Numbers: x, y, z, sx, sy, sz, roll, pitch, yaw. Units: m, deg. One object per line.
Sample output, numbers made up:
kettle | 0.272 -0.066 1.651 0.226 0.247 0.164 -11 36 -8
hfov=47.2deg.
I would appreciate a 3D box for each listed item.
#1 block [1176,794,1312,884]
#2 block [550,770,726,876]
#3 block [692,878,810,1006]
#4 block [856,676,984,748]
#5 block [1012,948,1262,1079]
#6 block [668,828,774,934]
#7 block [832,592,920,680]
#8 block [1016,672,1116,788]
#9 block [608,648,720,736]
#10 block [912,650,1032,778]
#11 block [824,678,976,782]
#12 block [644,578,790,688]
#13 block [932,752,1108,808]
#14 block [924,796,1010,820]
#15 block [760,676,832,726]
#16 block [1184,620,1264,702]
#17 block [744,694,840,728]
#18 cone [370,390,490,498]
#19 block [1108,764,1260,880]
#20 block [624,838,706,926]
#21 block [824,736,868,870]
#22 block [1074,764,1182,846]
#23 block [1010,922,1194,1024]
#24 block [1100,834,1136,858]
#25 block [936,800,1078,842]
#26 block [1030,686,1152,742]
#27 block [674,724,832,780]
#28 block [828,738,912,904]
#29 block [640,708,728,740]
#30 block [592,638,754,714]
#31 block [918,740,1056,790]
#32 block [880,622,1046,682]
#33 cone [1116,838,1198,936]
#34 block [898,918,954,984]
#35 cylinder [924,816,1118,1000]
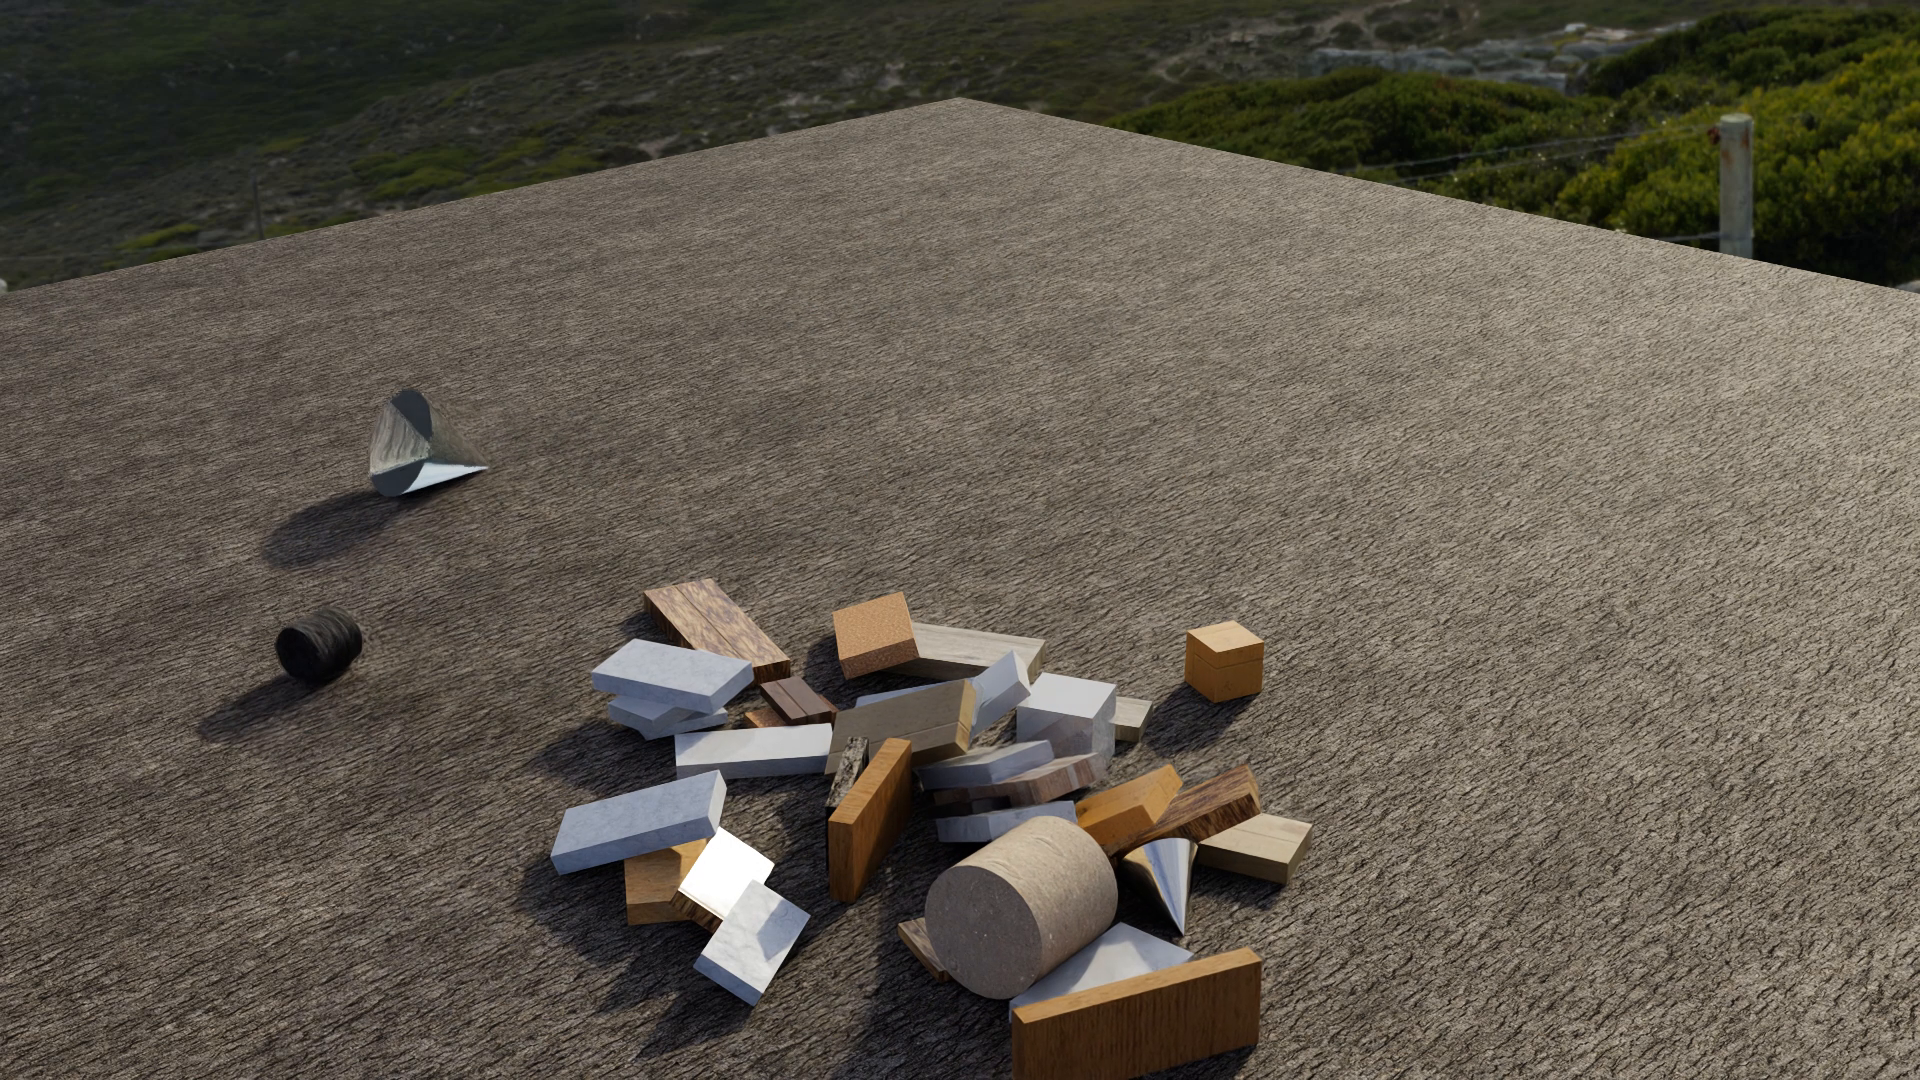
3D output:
block | 0.513 0.582 4.330 0.324 0.046 0.162 10 25 23
block | -0.621 0.547 4.265 0.324 0.046 0.162 -15 25 9
block | -0.371 0.719 3.946 0.128 0.036 0.256 33 27 1
block | -0.099 0.380 4.590 0.298 0.042 0.149 -12 45 32
block | 0.296 0.807 3.650 0.441 0.162 0.046 -10 23 -22
block | -0.442 0.641 4.103 0.128 0.036 0.256 34 22 -1
block | -0.196 0.217 5.079 0.173 0.049 0.346 -17 17 -1
block | 0.223 0.398 4.612 0.164 0.164 0.164 8 24 19
block | -0.619 0.332 4.830 0.142 0.040 0.283 15 33 37
block | 0.014 0.364 4.620 0.298 0.042 0.149 -37 20 11
block | -0.123 0.397 4.521 0.319 0.045 0.159 -17 43 28
block | -0.578 0.221 5.178 0.173 0.049 0.508 -11 25 -24
block | 0.116 0.484 4.357 0.171 0.048 0.342 -18 1 -37
block | 0.014 0.521 4.278 0.086 0.024 0.172 -6 -6 -34
block | -0.361 0.356 4.820 0.093 0.026 0.186 -11 25 -24
block | 0.595 0.273 4.956 0.125 0.125 0.125 -11 25 -24
block | -0.367 0.389 4.811 0.186 0.026 0.093 -13 26 -28
cone | -1.436 -0.236 6.145 0.300 0.300 0.300 15 7 -45
block | 0.415 0.542 4.203 0.324 0.046 0.162 -27 11 11
block | -0.567 0.621 4.239 0.159 0.045 0.349 -4 23 -9
block | -0.222 0.520 4.355 0.040 0.142 0.283 3 23 6
block | 0.259 0.538 4.205 0.324 0.046 0.162 -28 8 32
block | 0.251 0.785 3.852 0.162 0.046 0.324 18 29 36
block | 0.263 0.579 4.219 0.086 0.024 0.172 -36 9 -18
block | 0.086 0.540 4.217 0.171 0.048 0.342 -8 -5 -18
block | 0.272 0.379 4.821 0.277 0.036 0.128 7 24 16
block | -0.433 0.449 4.650 0.334 0.040 0.142 -3 23 -8
block | -0.171 0.540 4.270 0.048 0.171 0.342 7 24 16
block | -0.613 0.388 4.812 0.186 0.026 0.093 -11 25 -24
block | -0.629 0.296 4.808 0.319 0.045 0.159 9 29 28
block | 0.051 0.456 4.451 0.149 0.042 0.298 -17 1 -29
block | 0.007 0.266 5.071 0.347 0.049 0.173 7 24 16
cone | 0.391 0.669 4.091 0.163 0.163 0.163 -6 50 -14
block | -0.037 0.739 3.989 0.086 0.024 0.172 -11 25 -24
cylinder | 0.110 0.648 3.896 0.247 0.247 0.247 15 23 32
